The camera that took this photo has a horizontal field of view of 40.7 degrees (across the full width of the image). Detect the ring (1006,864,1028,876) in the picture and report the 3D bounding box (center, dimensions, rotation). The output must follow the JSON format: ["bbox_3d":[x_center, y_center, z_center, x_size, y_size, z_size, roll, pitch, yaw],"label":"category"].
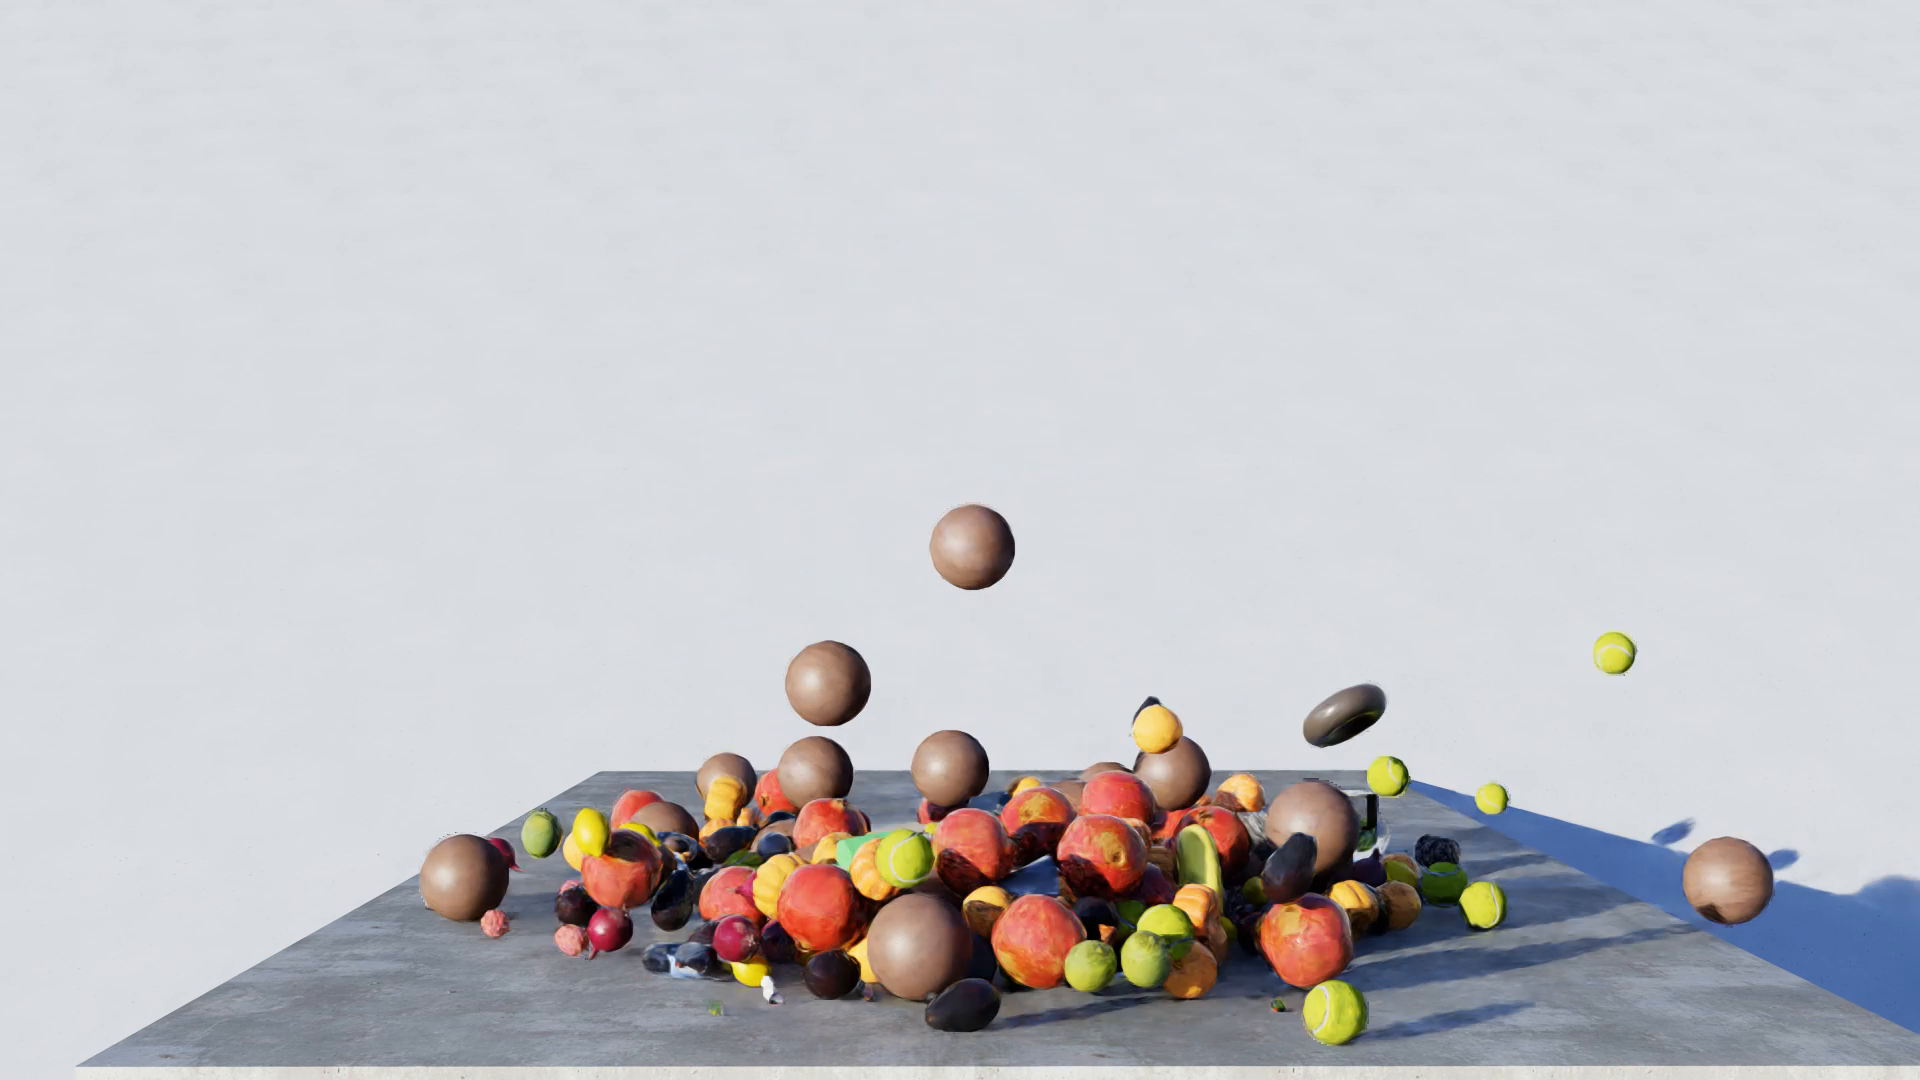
[{"bbox_3d":[0.136,0.539,4.067,0.130,0.043,0.130,10,2,0],"label":"ring"}]

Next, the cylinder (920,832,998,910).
[{"bbox_3d":[-0.002,0.506,3.961,0.094,0.094,0.094,20,31,-8],"label":"cylinder"}]

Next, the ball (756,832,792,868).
[{"bbox_3d":[-0.282,0.471,3.935,0.055,0.055,0.055,0,32,0],"label":"ball"}]

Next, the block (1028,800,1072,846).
[{"bbox_3d":[0.132,0.431,3.937,0.053,0.053,0.053,16,66,-31],"label":"block"}]

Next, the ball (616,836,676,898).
[{"bbox_3d":[-0.498,0.520,4.121,0.096,0.096,0.096,0,32,0],"label":"ball"}]

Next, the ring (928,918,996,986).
[{"bbox_3d":[0.002,0.514,3.238,0.103,0.103,0.034,27,58,36],"label":"ring"}]

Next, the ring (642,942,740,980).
[{"bbox_3d":[-0.338,0.530,3.261,0.126,0.042,0.126,3,-12,1],"label":"ring"}]

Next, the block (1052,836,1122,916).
[{"bbox_3d":[0.177,0.494,3.786,0.076,0.076,0.076,15,62,35],"label":"block"}]

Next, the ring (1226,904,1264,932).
[{"bbox_3d":[0.420,0.541,3.707,0.080,0.080,0.027,-2,66,-4],"label":"ring"}]

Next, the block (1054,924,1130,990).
[{"bbox_3d":[0.160,0.509,3.164,0.061,0.061,0.061,-23,72,18],"label":"block"}]

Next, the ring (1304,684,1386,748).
[{"bbox_3d":[0.618,0.282,4.161,0.148,0.148,0.049,-17,64,-25],"label":"ring"}]

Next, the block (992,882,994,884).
[{"bbox_3d":[0.029,0.542,4.265,0.054,0.054,0.054,0,-1,-1],"label":"block"}]

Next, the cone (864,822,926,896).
[{"bbox_3d":[-0.087,0.467,3.720,0.096,0.096,0.096,-11,8,1],"label":"cone"}]

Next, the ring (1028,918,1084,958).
[{"bbox_3d":[0.139,0.524,3.395,0.109,0.109,0.036,15,69,22],"label":"ring"}]

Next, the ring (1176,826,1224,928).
[{"bbox_3d":[0.319,0.447,3.447,0.046,0.138,0.138,-7,32,-3],"label":"ring"}]

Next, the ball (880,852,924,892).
[{"bbox_3d":[-0.103,0.524,4.176,0.090,0.090,0.090,0,32,0],"label":"ball"}]

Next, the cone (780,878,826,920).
[{"bbox_3d":[-0.229,0.542,3.808,0.067,0.067,0.067,-4,17,-6],"label":"cone"}]

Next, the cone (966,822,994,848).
[{"bbox_3d":[0.024,0.545,4.762,0.055,0.055,0.055,21,7,30],"label":"cone"}]

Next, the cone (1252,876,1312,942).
[{"bbox_3d":[0.457,0.503,3.618,0.083,0.083,0.083,8,52,13],"label":"cone"}]

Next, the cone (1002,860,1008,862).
[{"bbox_3d":[0.019,0.551,4.572,0.098,0.098,0.098,-29,41,-25],"label":"cone"}]

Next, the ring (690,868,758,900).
[{"bbox_3d":[-0.360,0.543,4.080,0.131,0.044,0.131,6,-2,0],"label":"ring"}]

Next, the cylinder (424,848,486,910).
[{"bbox_3d":[-0.776,0.521,3.983,0.090,0.090,0.090,0,31,-14],"label":"cylinder"}]

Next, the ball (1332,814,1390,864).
[{"bbox_3d":[0.707,0.523,4.573,0.100,0.100,0.100,0,32,0],"label":"ball"}]

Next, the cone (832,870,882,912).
[{"bbox_3d":[-0.148,0.546,3.968,0.082,0.082,0.082,-9,29,-14],"label":"cone"}]

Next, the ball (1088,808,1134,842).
[{"bbox_3d":[0.253,0.489,4.351,0.078,0.078,0.078,0,32,0],"label":"ball"}]

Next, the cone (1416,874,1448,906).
[{"bbox_3d":[0.725,0.555,4.047,0.052,0.052,0.052,11,59,-19],"label":"cone"}]

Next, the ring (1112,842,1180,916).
[{"bbox_3d":[0.276,0.511,3.914,0.111,0.037,0.111,-3,74,12],"label":"ring"}]

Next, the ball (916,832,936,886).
[{"bbox_3d":[-0.061,0.525,4.257,0.088,0.088,0.088,0,32,0],"label":"ball"}]

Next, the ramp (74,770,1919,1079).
[{"bbox_3d":[0.071,0.624,4.713,2.000,0.100,4.000,0,-1,0],"label":"ramp"}]

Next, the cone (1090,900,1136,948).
[{"bbox_3d":[0.220,0.547,3.595,0.067,0.067,0.067,-7,27,-11],"label":"cone"}]

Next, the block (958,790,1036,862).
[{"bbox_3d":[0.051,0.396,3.577,0.068,0.068,0.068,-19,44,46],"label":"block"}]

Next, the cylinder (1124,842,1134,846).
[{"bbox_3d":[0.266,0.514,4.113,0.053,0.053,0.053,-2,14,1],"label":"cylinder"}]

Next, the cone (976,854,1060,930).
[{"bbox_3d":[0.065,0.448,3.287,0.097,0.097,0.097,2,30,-17],"label":"cone"}]

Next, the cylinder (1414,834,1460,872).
[{"bbox_3d":[0.814,0.533,4.414,0.054,0.054,0.054,-24,17,-33],"label":"cylinder"}]

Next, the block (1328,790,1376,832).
[{"bbox_3d":[0.680,0.468,4.488,0.060,0.060,0.060,-2,2,-23],"label":"block"}]

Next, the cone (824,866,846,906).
[{"bbox_3d":[-0.192,0.548,4.023,0.079,0.079,0.079,-31,43,-33],"label":"cone"}]

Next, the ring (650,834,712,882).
[{"bbox_3d":[-0.465,0.523,4.253,0.124,0.124,0.041,12,61,19],"label":"ring"}]

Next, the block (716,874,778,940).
[{"bbox_3d":[-0.302,0.520,3.679,0.084,0.084,0.084,0,-2,-7],"label":"block"}]

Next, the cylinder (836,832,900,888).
[{"bbox_3d":[-0.120,0.419,3.393,0.065,0.065,0.065,-7,32,-22],"label":"cylinder"}]
